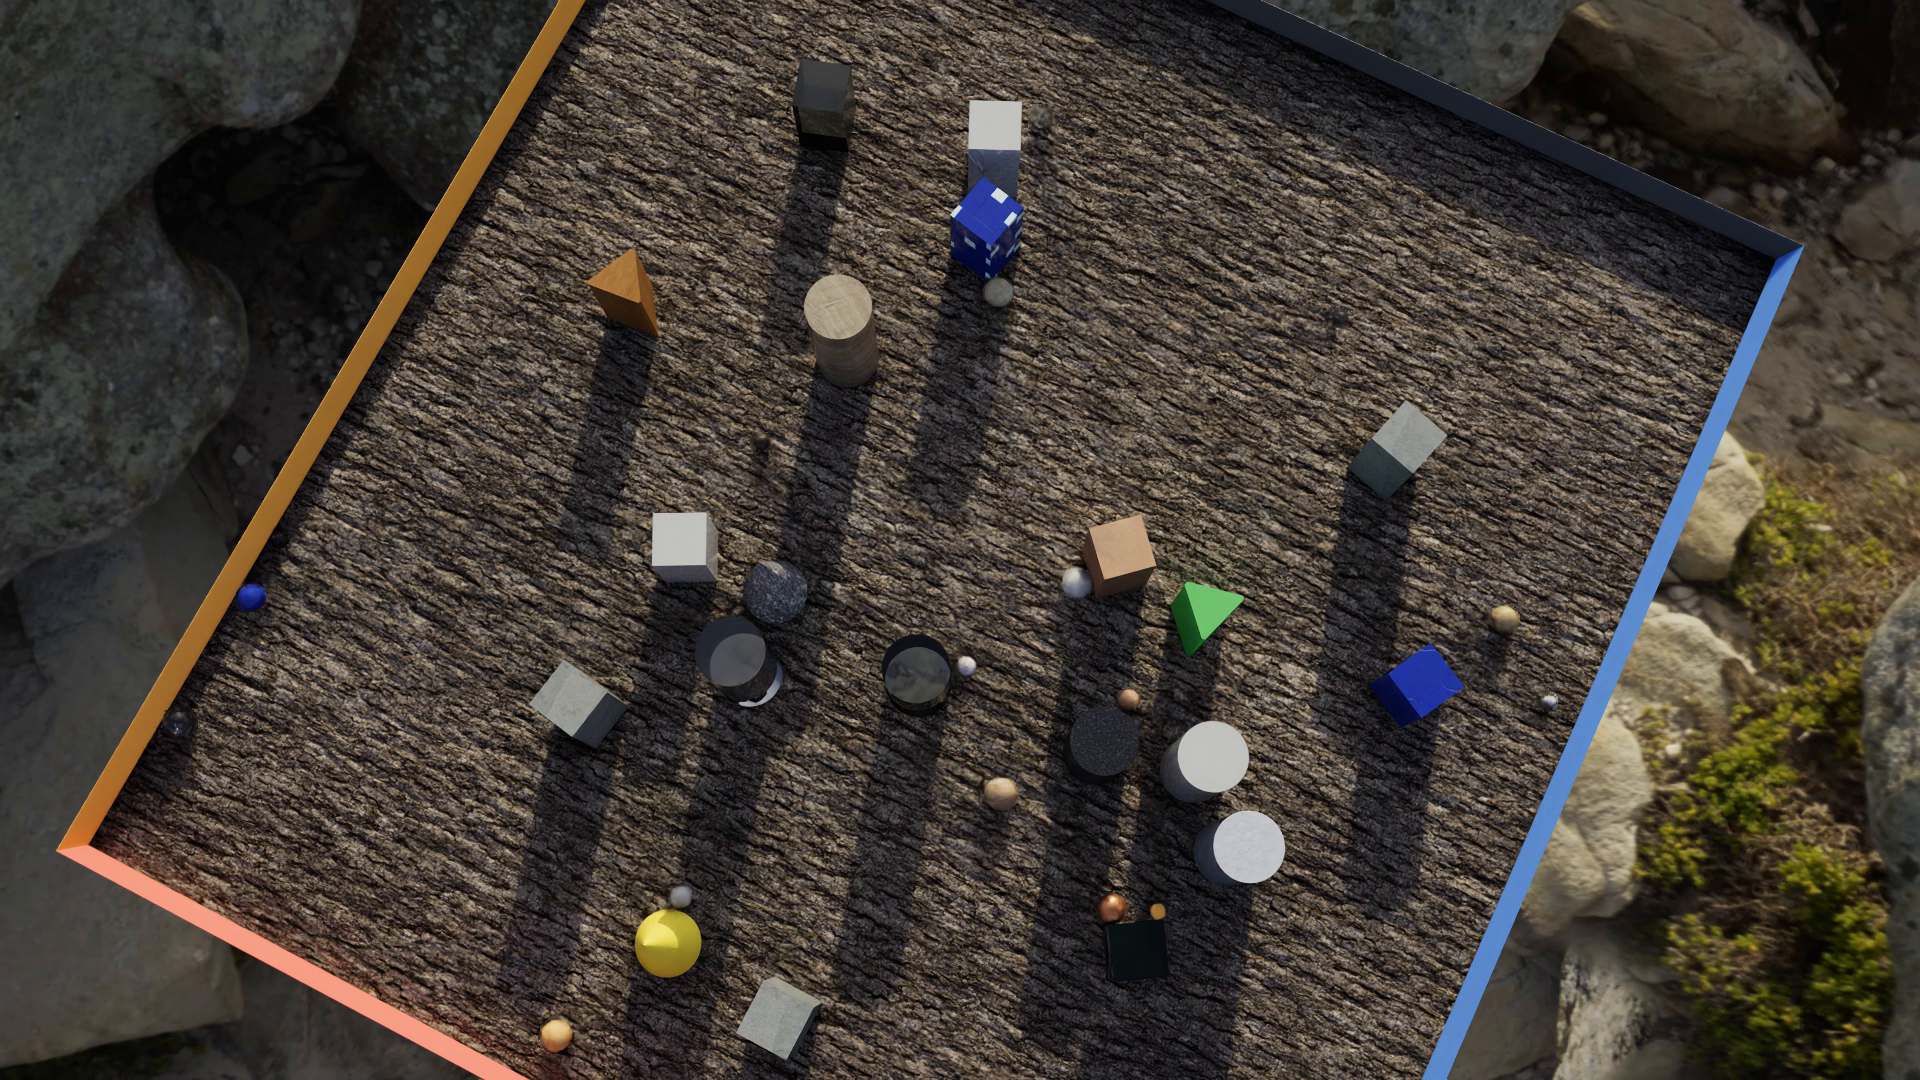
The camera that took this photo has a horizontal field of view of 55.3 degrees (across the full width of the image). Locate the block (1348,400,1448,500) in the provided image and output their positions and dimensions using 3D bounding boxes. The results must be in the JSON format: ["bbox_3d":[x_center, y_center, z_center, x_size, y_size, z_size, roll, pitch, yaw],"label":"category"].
[{"bbox_3d":[1.306,-0.265,5.493,0.156,0.349,0.156,42,81,8],"label":"block"}]

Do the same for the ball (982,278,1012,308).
[{"bbox_3d":[0.117,-0.774,5.730,0.092,0.092,0.092,0,78,0],"label":"ball"}]

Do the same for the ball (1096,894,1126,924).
[{"bbox_3d":[0.440,1.076,5.349,0.088,0.088,0.088,0,78,0],"label":"ball"}]

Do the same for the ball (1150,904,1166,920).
[{"bbox_3d":[0.579,1.088,5.368,0.047,0.047,0.047,0,78,0],"label":"ball"}]

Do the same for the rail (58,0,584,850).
[{"bbox_3d":[-1.701,-0.826,5.722,0.045,0.127,3.996,26,80,5],"label":"rail"}]

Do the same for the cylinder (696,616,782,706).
[{"bbox_3d":[-0.634,0.356,5.296,0.195,0.484,0.195,0,78,0],"label":"cylinder"}]

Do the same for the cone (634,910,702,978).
[{"bbox_3d":[-0.856,1.139,5.165,0.195,0.422,0.195,0,78,0],"label":"cone"}]

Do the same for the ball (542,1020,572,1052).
[{"bbox_3d":[-1.160,1.426,5.276,0.088,0.088,0.088,0,78,0],"label":"ball"}]

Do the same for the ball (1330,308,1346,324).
[{"bbox_3d":[1.186,-0.698,5.736,0.050,0.050,0.050,0,78,0],"label":"ball"}]

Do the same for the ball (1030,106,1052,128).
[{"bbox_3d":[0.259,-1.355,5.861,0.071,0.071,0.071,0,78,0],"label":"ball"}]

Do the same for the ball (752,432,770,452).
[{"bbox_3d":[-0.612,-0.302,5.650,0.057,0.057,0.057,0,78,0],"label":"ball"}]

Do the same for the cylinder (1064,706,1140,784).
[{"bbox_3d":[0.406,0.599,5.320,0.195,0.338,0.195,0,78,0],"label":"cylinder"}]

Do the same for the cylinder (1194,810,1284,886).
[{"bbox_3d":[0.789,0.881,5.211,0.195,0.437,0.195,0,78,0],"label":"cylinder"}]

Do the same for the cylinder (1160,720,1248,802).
[{"bbox_3d":[0.694,0.640,5.249,0.195,0.460,0.195,0,78,0],"label":"cylinder"}]

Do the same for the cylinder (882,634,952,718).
[{"bbox_3d":[-0.123,0.400,5.346,0.195,0.368,0.195,0,78,0],"label":"cylinder"}]

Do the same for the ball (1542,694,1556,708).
[{"bbox_3d":[1.768,0.485,5.495,0.042,0.042,0.042,0,78,0],"label":"ball"}]

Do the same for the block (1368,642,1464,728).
[{"bbox_3d":[1.341,0.430,5.396,0.156,0.258,0.156,-34,80,-7],"label":"block"}]

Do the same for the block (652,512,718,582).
[{"bbox_3d":[-0.819,0.024,5.476,0.156,0.265,0.156,-1,78,0],"label":"block"}]

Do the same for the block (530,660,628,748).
[{"bbox_3d":[-1.106,0.481,5.340,0.156,0.346,0.156,36,81,7],"label":"block"}]

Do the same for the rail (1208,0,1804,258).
[{"bbox_3d":[0.883,-1.722,5.907,3.852,0.127,0.045,26,80,5],"label":"rail"}]

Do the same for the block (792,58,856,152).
[{"bbox_3d":[-0.423,-1.359,5.746,0.156,0.297,0.156,8,78,2],"label":"block"}]

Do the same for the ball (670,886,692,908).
[{"bbox_3d":[-0.819,1.046,5.368,0.064,0.064,0.064,0,78,0],"label":"ball"}]

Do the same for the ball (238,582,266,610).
[{"bbox_3d":[-2.140,0.170,5.539,0.082,0.082,0.082,0,78,0],"label":"ball"}]

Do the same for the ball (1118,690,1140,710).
[{"bbox_3d":[0.507,0.478,5.486,0.062,0.062,0.062,0,78,0],"label":"ball"}]

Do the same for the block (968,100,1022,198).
[{"bbox_3d":[0.106,-1.208,5.681,0.156,0.364,0.156,2,78,0],"label":"block"}]

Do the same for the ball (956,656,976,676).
[{"bbox_3d":[0.018,0.378,5.509,0.058,0.058,0.058,0,78,0],"label":"ball"}]

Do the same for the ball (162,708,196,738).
[{"bbox_3d":[-2.324,0.545,5.455,0.095,0.095,0.095,0,78,0],"label":"ball"}]

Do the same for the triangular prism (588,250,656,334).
[{"bbox_3d":[-1.003,-0.771,5.615,0.169,0.315,0.147,21,79,4],"label":"triangular prism"}]

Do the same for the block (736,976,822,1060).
[{"bbox_3d":[-0.505,1.345,5.168,0.156,0.334,0.156,27,80,5],"label":"block"}]

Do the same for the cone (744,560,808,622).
[{"bbox_3d":[-0.563,0.108,5.352,0.195,0.475,0.195,0,78,0],"label":"cone"}]

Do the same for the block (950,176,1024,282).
[{"bbox_3d":[0.081,-0.948,5.641,0.156,0.337,0.156,38,81,7],"label":"block"}]

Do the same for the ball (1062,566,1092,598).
[{"bbox_3d":[0.354,0.129,5.541,0.095,0.095,0.095,0,78,0],"label":"ball"}]

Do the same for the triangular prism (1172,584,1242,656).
[{"bbox_3d":[0.696,0.209,5.389,0.147,0.361,0.169,44,82,8],"label":"triangular prism"}]

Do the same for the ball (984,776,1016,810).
[{"bbox_3d":[0.119,0.749,5.412,0.098,0.098,0.098,0,78,0],"label":"ball"}]

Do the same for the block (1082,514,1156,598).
[{"bbox_3d":[0.470,0.052,5.443,0.156,0.318,0.156,-15,79,-3],"label":"block"}]

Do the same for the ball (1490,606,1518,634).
[{"bbox_3d":[1.639,0.240,5.524,0.084,0.084,0.084,0,78,0],"label":"ball"}]

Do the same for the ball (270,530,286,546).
[{"bbox_3d":[-2.080,-0.004,5.593,0.049,0.049,0.049,0,78,0],"label":"ball"}]

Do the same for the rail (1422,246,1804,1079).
[{"bbox_3d":[1.701,0.840,5.377,0.045,0.127,3.996,26,80,5],"label":"rail"}]

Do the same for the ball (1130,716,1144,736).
[{"bbox_3d":[0.518,0.557,5.471,0.059,0.059,0.059,0,78,0],"label":"ball"}]

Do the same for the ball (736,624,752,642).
[{"bbox_3d":[-0.651,0.282,5.533,0.050,0.050,0.050,0,78,0],"label":"ball"}]

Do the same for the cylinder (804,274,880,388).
[{"bbox_3d":[-0.350,-0.620,5.496,0.195,0.487,0.195,0,78,0],"label":"cylinder"}]

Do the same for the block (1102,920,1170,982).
[{"bbox_3d":[0.501,1.175,5.248,0.156,0.246,0.156,-5,78,-1],"label":"block"}]

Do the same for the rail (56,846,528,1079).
[{"bbox_3d":[-0.883,1.736,5.191,3.852,0.127,0.045,26,80,5],"label":"rail"}]
